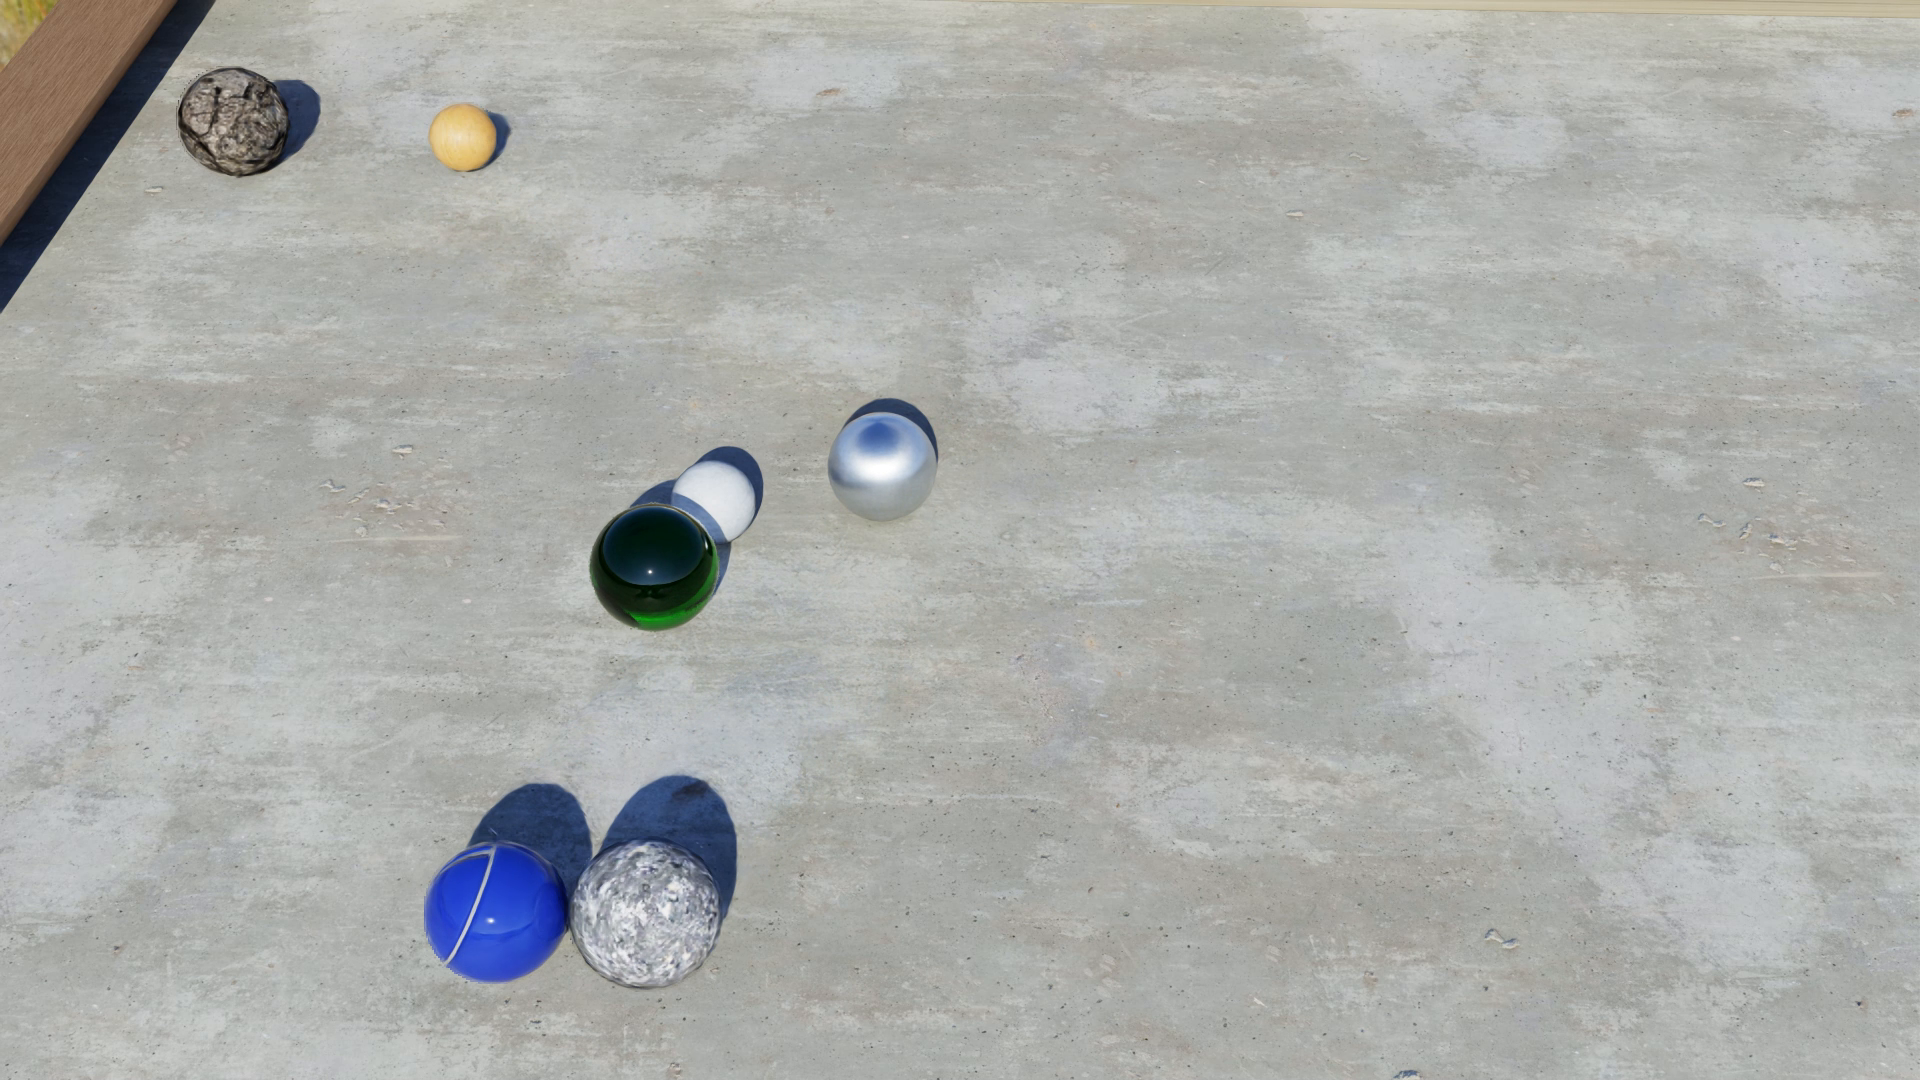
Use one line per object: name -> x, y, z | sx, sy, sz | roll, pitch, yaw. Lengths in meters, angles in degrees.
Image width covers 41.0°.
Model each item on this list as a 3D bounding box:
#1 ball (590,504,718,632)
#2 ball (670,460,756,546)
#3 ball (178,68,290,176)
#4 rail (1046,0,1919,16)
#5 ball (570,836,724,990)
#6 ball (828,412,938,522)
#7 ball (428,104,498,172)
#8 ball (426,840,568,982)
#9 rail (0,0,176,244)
ball -> -0.205, 0.018, 1.722 | 0.086, 0.086, 0.086 | 0, 35, 0
ball -> -0.174, -0.026, 1.808 | 0.060, 0.060, 0.060 | 0, 35, 0
ball -> -0.639, -0.369, 2.261 | 0.095, 0.095, 0.095 | 0, 35, 0
rail -> 0.878, -0.560, 2.505 | 3.342, 0.123, 0.045 | 1, 35, 2
ball -> -0.177, 0.211, 1.452 | 0.086, 0.086, 0.086 | 0, 35, 0
ball -> -0.056, -0.052, 1.829 | 0.078, 0.078, 0.078 | 0, 35, 0
ball -> -0.441, -0.357, 2.274 | 0.060, 0.060, 0.060 | 0, 35, 0
ball -> -0.263, 0.211, 1.457 | 0.080, 0.080, 0.080 | 0, 35, 0
rail -> -0.811, -0.039, 1.770 | 0.045, 0.123, 1.997 | 1, 35, 2
